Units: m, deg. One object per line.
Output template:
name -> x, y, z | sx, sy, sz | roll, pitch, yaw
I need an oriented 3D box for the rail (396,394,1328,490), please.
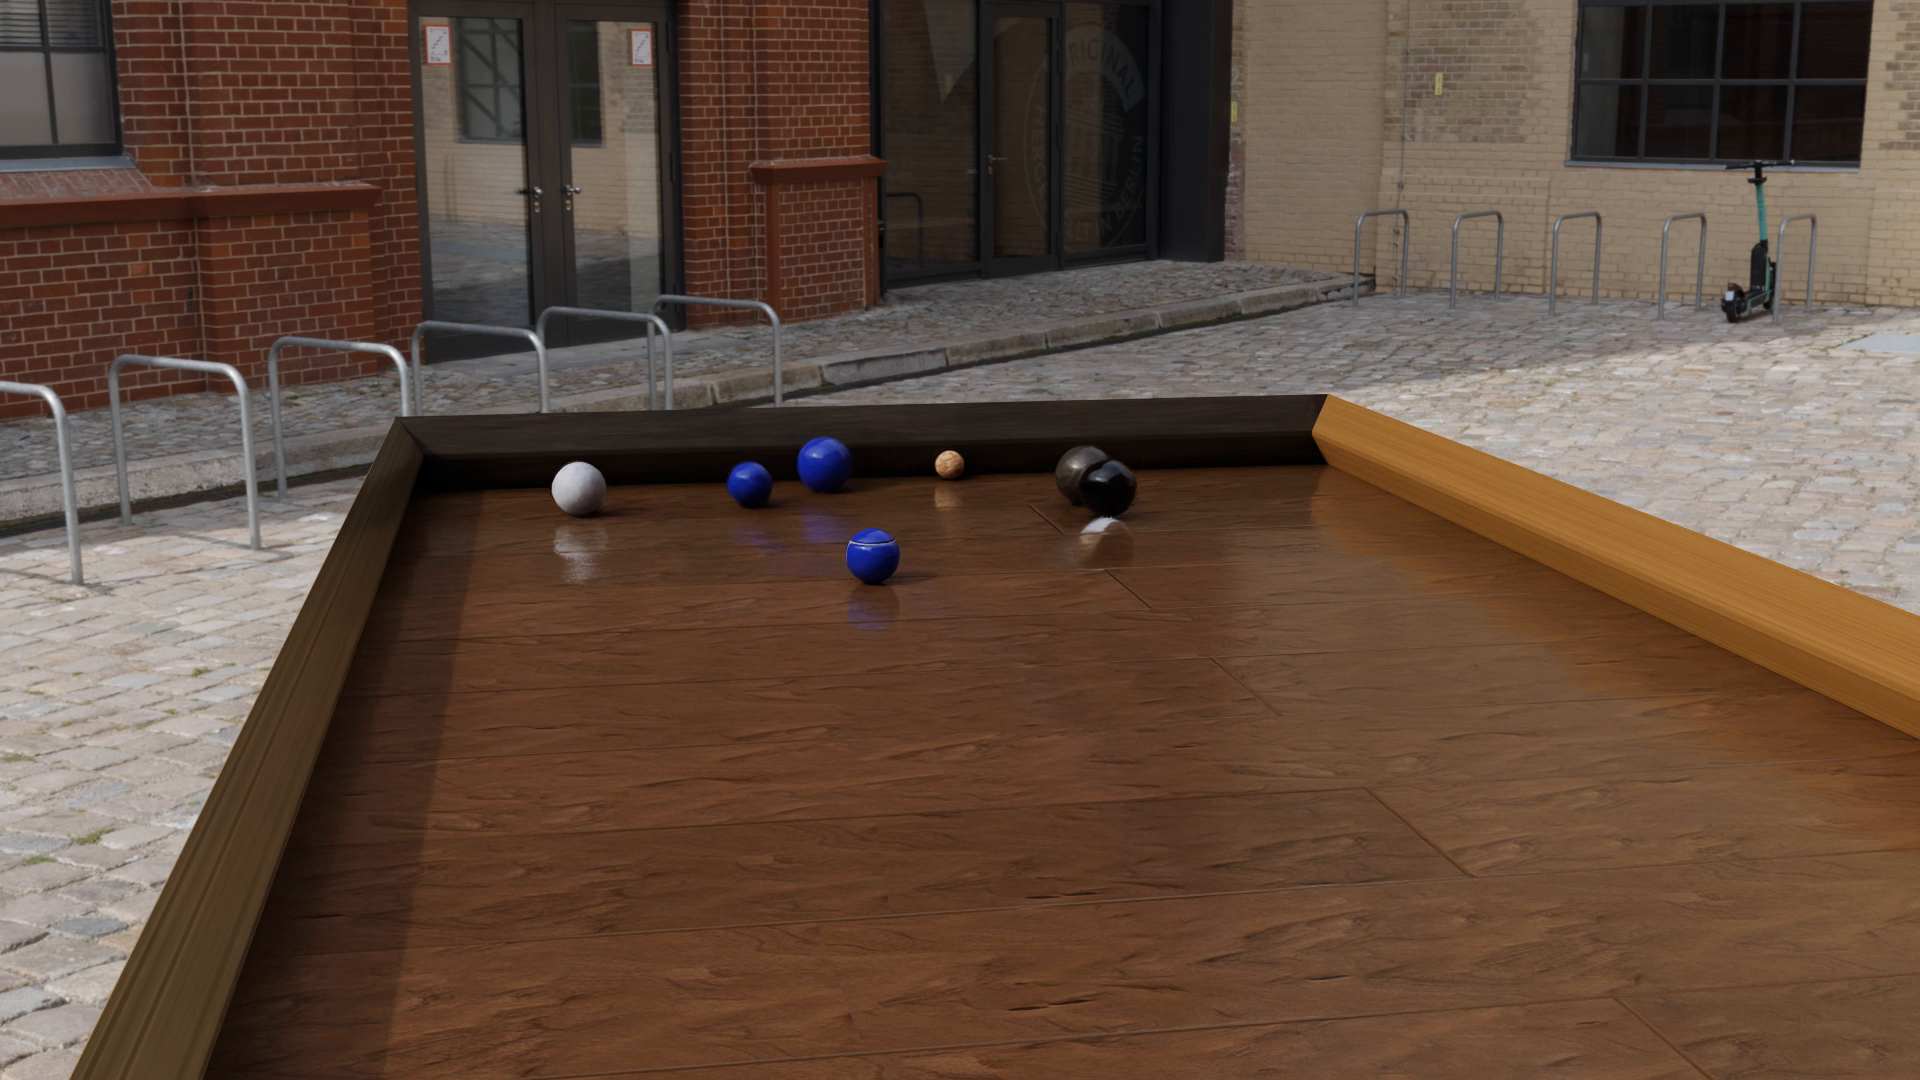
rail -> -0.133, -0.166, 3.744 | 1.609, 0.122, 0.045 | -2, 11, -10

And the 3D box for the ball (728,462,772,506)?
ball -> -0.333, -0.089, 3.495 | 0.071, 0.071, 0.071 | 0, 11, 0

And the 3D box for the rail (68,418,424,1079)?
rail -> -0.631, 0.151, 2.152 | 0.045, 0.122, 3.063 | -2, 11, -10

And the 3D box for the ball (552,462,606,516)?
ball -> -0.591, -0.079, 3.415 | 0.084, 0.084, 0.084 | 0, 11, 0

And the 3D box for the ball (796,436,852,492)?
ball -> -0.223, -0.125, 3.621 | 0.092, 0.092, 0.092 | 0, 11, 0

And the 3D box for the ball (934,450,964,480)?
ball -> -0.018, -0.128, 3.744 | 0.050, 0.050, 0.050 | 0, 11, 0

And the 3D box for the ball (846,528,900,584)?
ball -> -0.117, 0.021, 2.937 | 0.074, 0.074, 0.074 | 0, 11, 0

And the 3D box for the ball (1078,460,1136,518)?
ball -> 0.229, -0.080, 3.404 | 0.090, 0.090, 0.090 | 0, 11, 0

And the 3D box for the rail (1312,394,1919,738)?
rail -> 0.906, 0.097, 2.427 | 0.045, 0.122, 3.063 | -2, 11, -10

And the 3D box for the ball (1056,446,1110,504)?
ball -> 0.199, -0.103, 3.507 | 0.094, 0.094, 0.094 | 0, 11, 0
